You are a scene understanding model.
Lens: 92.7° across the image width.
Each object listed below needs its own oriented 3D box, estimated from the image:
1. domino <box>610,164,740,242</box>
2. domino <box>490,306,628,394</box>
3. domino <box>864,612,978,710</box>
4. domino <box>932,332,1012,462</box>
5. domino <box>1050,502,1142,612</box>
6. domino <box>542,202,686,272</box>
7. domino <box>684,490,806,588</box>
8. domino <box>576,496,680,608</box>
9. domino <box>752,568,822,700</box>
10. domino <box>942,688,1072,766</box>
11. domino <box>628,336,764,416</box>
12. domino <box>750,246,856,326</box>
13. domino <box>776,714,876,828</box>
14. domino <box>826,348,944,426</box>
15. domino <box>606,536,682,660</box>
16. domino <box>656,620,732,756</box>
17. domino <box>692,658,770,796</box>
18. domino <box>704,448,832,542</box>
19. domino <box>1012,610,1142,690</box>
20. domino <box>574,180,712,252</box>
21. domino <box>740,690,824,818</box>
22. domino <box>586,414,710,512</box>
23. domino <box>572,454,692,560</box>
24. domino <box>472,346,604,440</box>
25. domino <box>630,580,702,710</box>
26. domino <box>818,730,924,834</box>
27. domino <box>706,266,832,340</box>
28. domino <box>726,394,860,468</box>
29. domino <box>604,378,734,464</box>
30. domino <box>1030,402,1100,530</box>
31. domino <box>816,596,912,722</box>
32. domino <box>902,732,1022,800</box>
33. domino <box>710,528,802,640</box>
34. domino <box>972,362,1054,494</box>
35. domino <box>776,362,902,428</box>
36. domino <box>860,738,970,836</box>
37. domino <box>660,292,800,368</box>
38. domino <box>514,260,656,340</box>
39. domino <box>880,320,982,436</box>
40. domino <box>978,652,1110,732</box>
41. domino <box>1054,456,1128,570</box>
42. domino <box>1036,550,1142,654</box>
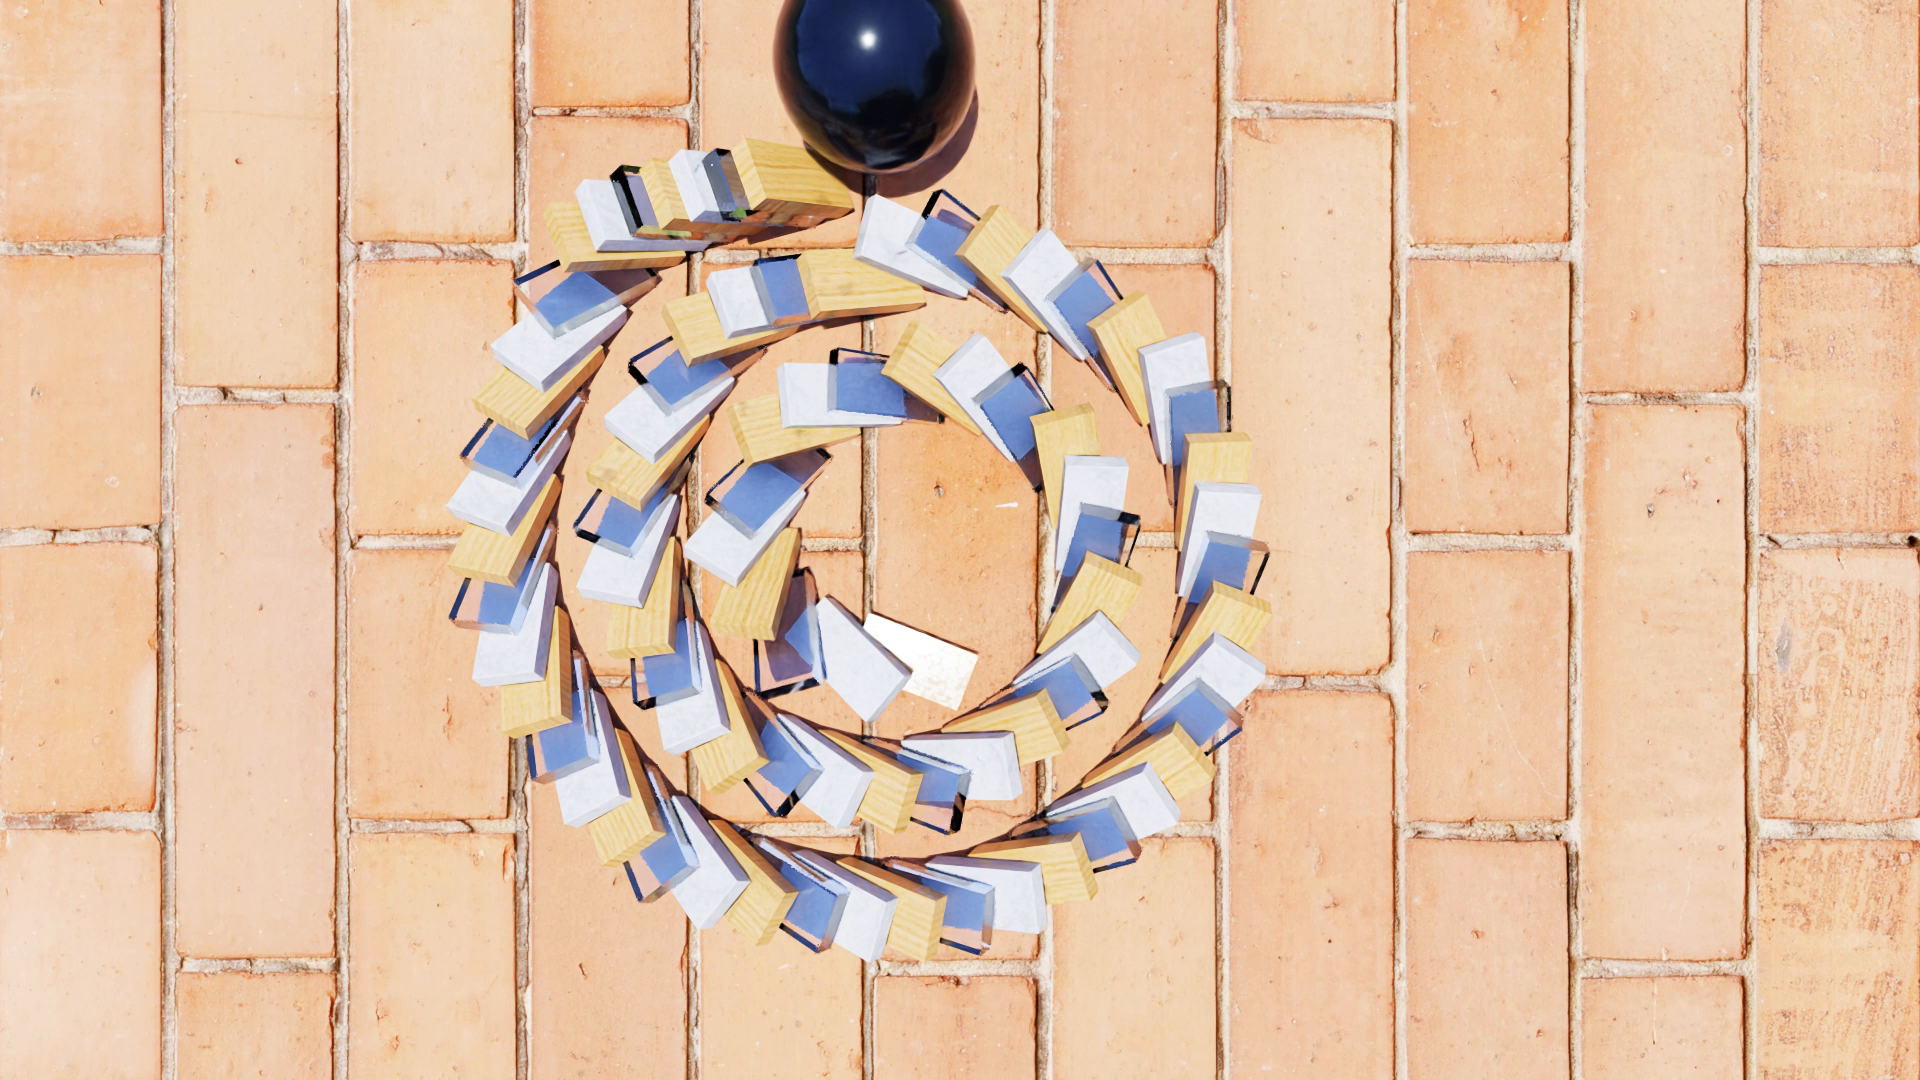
[{"bbox_3d":[-0.116,-0.138,0.377,0.009,0.050,0.025,-20,90,38],"label":"domino"},{"bbox_3d":[-0.167,-0.087,0.384,0.025,0.009,0.050,36,61,0],"label":"domino"},{"bbox_3d":[-0.020,0.052,0.395,0.050,0.009,0.025,21,90,0],"label":"domino"},{"bbox_3d":[0.014,-0.059,0.383,0.025,0.010,0.050,-44,122,0],"label":"domino"},{"bbox_3d":[0.056,0.010,0.383,0.025,0.009,0.050,13,121,0],"label":"domino"},{"bbox_3d":[-0.142,-0.126,0.380,0.050,0.010,0.025,-20,90,-42],"label":"domino"},{"bbox_3d":[-0.089,-0.007,0.382,0.025,0.009,0.050,32,57,2],"label":"domino"},{"bbox_3d":[-0.138,0.002,0.383,0.025,0.010,0.050,10,59,0],"label":"domino"},{"bbox_3d":[-0.073,0.039,0.381,0.025,0.010,0.050,-16,59,9],"label":"domino"},{"bbox_3d":[0.019,0.082,0.383,0.050,0.010,0.025,-26,90,31],"label":"domino"},{"bbox_3d":[-0.110,-0.076,0.383,0.025,0.010,0.050,48,59,0],"label":"domino"},{"bbox_3d":[-0.059,-0.106,0.383,0.050,0.010,0.025,-19,90,-32],"label":"domino"},{"bbox_3d":[-0.062,0.096,0.383,0.050,0.009,0.025,26,90,31],"label":"domino"},{"bbox_3d":[-0.030,-0.064,0.383,0.050,0.009,0.025,3,90,-31],"label":"domino"},{"bbox_3d":[-0.132,0.024,0.383,0.025,0.010,0.050,-7,59,0],"label":"domino"},{"bbox_3d":[-0.114,0.061,0.383,0.025,0.010,0.050,-24,59,0],"label":"domino"},{"bbox_3d":[-0.101,0.078,0.383,0.025,0.009,0.050,-34,59,1],"label":"domino"},{"bbox_3d":[-0.080,-0.026,0.383,0.025,0.010,0.050,40,58,0],"label":"domino"},{"bbox_3d":[0.048,0.054,0.383,0.025,0.009,0.050,46,122,0],"label":"domino"},{"bbox_3d":[-0.129,-0.133,0.379,0.010,0.050,0.025,-20,89,44],"label":"domino"},{"bbox_3d":[-0.082,0.089,0.383,0.050,0.009,0.025,39,90,31],"label":"domino"},{"bbox_3d":[-0.130,-0.039,0.383,0.025,0.010,0.050,29,60,0],"label":"domino"},{"bbox_3d":[-0.136,-0.019,0.383,0.025,0.009,0.050,22,59,0],"label":"domino"},{"bbox_3d":[-0.176,-0.068,0.384,0.025,0.009,0.050,30,61,0],"label":"domino"},{"bbox_3d":[-0.124,0.043,0.383,0.025,0.010,0.050,-16,59,0],"label":"domino"},{"bbox_3d":[-0.041,0.100,0.383,0.050,0.010,0.025,17,90,31],"label":"domino"},{"bbox_3d":[-0.077,-0.102,0.383,0.050,0.009,0.025,-20,90,-30],"label":"domino"},{"bbox_3d":[-0.069,-0.049,0.383,0.050,0.009,0.025,-20,90,-32],"label":"domino"},{"bbox_3d":[-0.121,-0.057,0.383,0.025,0.009,0.050,37,60,0],"label":"domino"},{"bbox_3d":[0.046,-0.030,0.383,0.025,0.009,0.050,-14,123,0],"label":"domino"},{"bbox_3d":[-0.047,0.050,0.386,0.050,0.010,0.025,42,97,20],"label":"domino"},{"bbox_3d":[0.000,0.094,0.383,0.050,0.009,0.025,-9,90,32],"label":"domino"},{"bbox_3d":[-0.084,0.017,0.380,0.025,0.009,0.050,4,53,4],"label":"domino"},{"bbox_3d":[0.029,-0.046,0.383,0.025,0.009,0.050,-37,122,0],"label":"domino"},{"bbox_3d":[-0.050,-0.060,0.383,0.050,0.010,0.025,-5,90,-31],"label":"domino"},{"bbox_3d":[-0.021,0.102,0.383,0.050,0.009,0.025,11,91,31],"label":"domino"},{"bbox_3d":[-0.095,-0.092,0.383,0.050,0.009,0.025,-26,90,-31],"label":"domino"},{"bbox_3d":[-0.156,-0.107,0.384,0.050,0.009,0.025,-40,90,-29],"label":"domino"},{"bbox_3d":[-0.006,-0.067,0.382,0.050,0.010,0.025,30,90,-33],"label":"domino"},{"bbox_3d":[0.035,0.069,0.383,0.050,0.009,0.025,-34,90,31],"label":"domino"},{"bbox_3d":[0.054,-0.011,0.383,0.025,0.010,0.050,2,122,0],"label":"domino"},{"bbox_3d":[0.054,0.031,0.383,0.025,0.009,0.050,23,122,0],"label":"domino"}]
